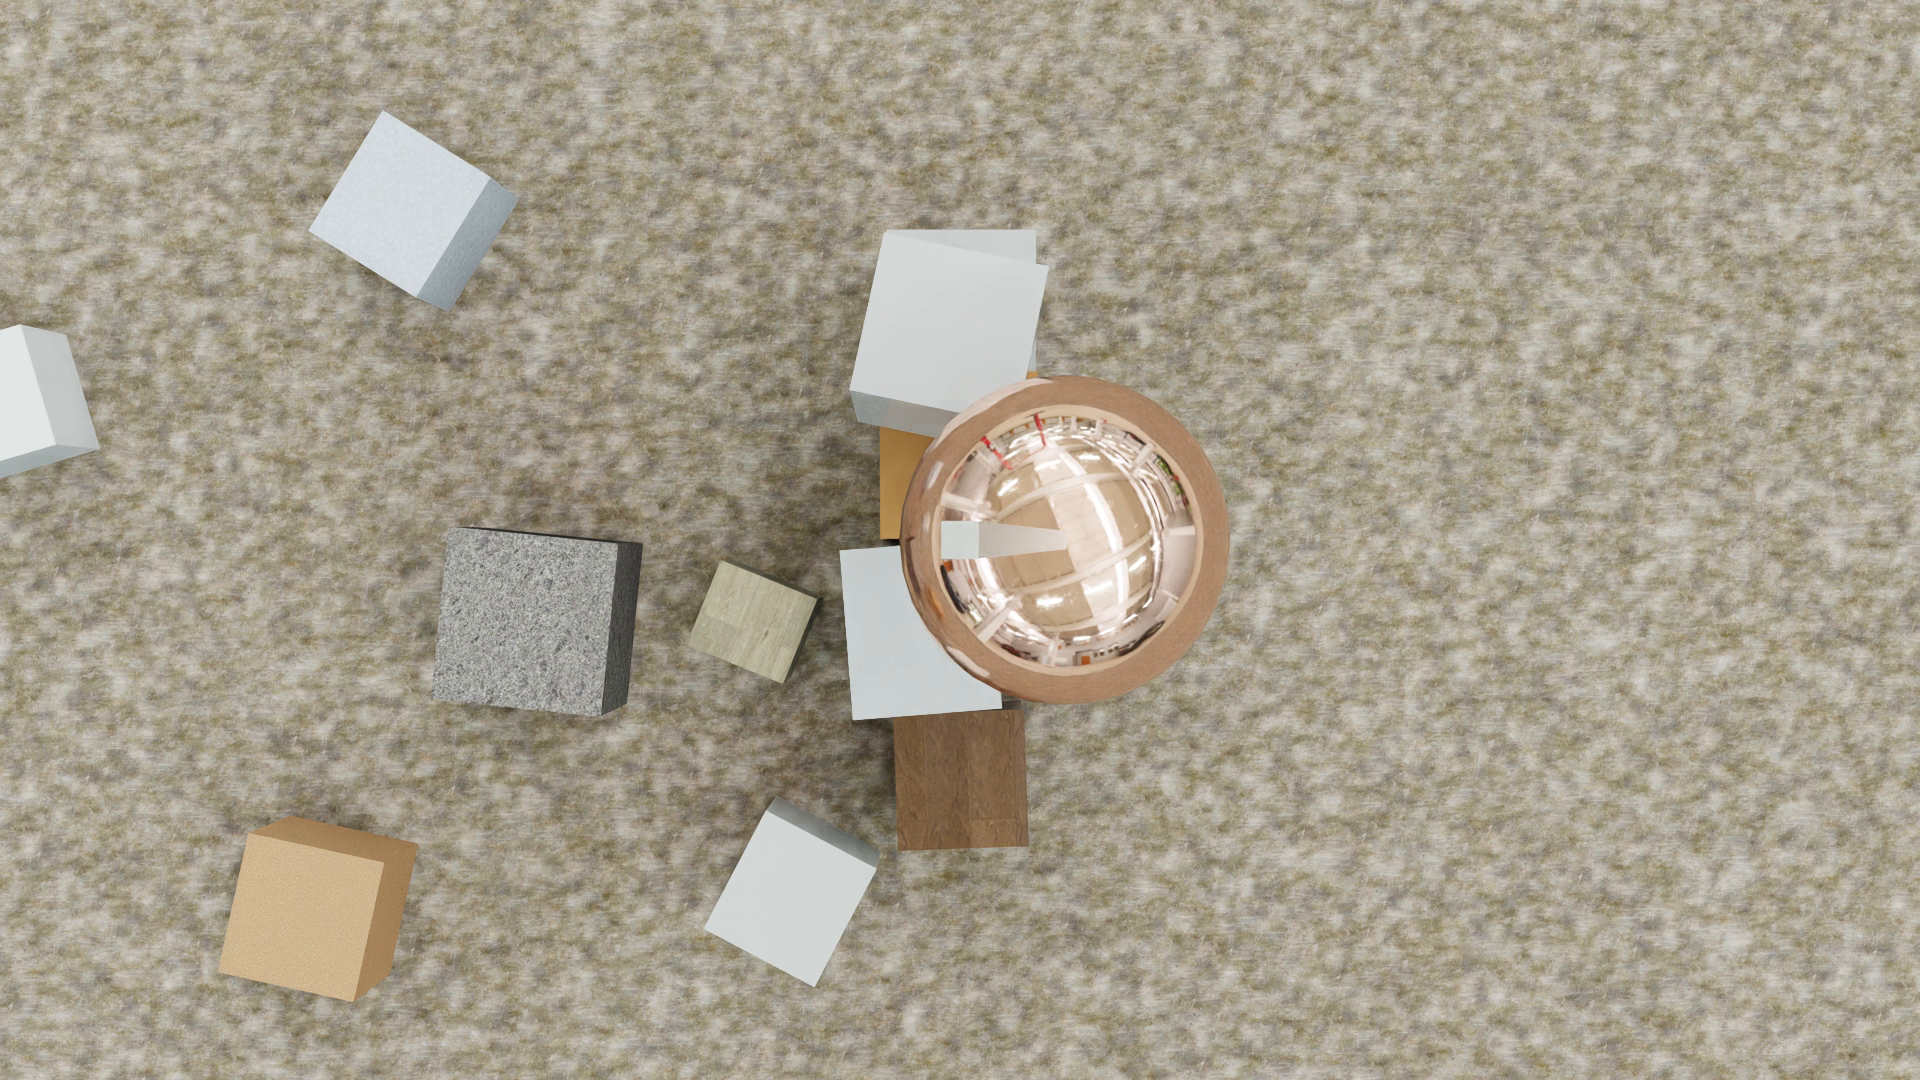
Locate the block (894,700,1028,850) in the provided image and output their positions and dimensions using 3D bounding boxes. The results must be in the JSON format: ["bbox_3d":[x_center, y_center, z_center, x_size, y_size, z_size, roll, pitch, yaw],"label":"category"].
[{"bbox_3d":[0.006,1.344,12.652,0.733,0.695,0.766,-2,90,0],"label":"block"}]

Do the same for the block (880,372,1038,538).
[{"bbox_3d":[-0.006,-0.467,12.551,0.873,0.897,0.918,0,90,0],"label":"block"}]

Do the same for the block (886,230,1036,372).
[{"bbox_3d":[0.007,-1.323,12.584,0.826,0.831,0.785,0,90,0],"label":"block"}]

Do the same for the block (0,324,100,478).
[{"bbox_3d":[-5.537,-0.771,12.684,0.735,0.633,0.704,-17,90,0],"label":"block"}]

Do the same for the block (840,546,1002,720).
[{"bbox_3d":[-0.215,0.491,12.536,0.820,0.928,0.934,-4,90,0],"label":"block"}]

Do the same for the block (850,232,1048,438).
[{"bbox_3d":[-0.053,-1.024,11.651,0.862,0.921,0.837,12,83,1],"label":"block"}]

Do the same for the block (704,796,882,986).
[{"bbox_3d":[-0.948,2.003,12.637,0.699,0.726,0.746,28,90,0],"label":"block"}]

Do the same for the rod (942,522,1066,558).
[{"bbox_3d":[0.218,0.000,7.246,0.080,5.200,0.080,0,90,5],"label":"rod"}]

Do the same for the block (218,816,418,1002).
[{"bbox_3d":[-3.665,2.099,12.614,0.772,0.773,0.793,12,90,0],"label":"block"}]

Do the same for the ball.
[{"bbox_3d":[0.503,0.000,10.634,1.600,1.600,1.600,0,90,0],"label":"ball"}]

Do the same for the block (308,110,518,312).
[{"bbox_3d":[-3.110,-1.865,12.601,0.703,0.799,0.786,32,90,0],"label":"block"}]

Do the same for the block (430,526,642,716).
[{"bbox_3d":[-2.386,0.446,12.525,0.936,0.950,0.951,6,90,0],"label":"block"}]

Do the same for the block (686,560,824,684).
[{"bbox_3d":[-1.175,0.462,12.703,0.588,0.594,0.516,22,90,0],"label":"block"}]
